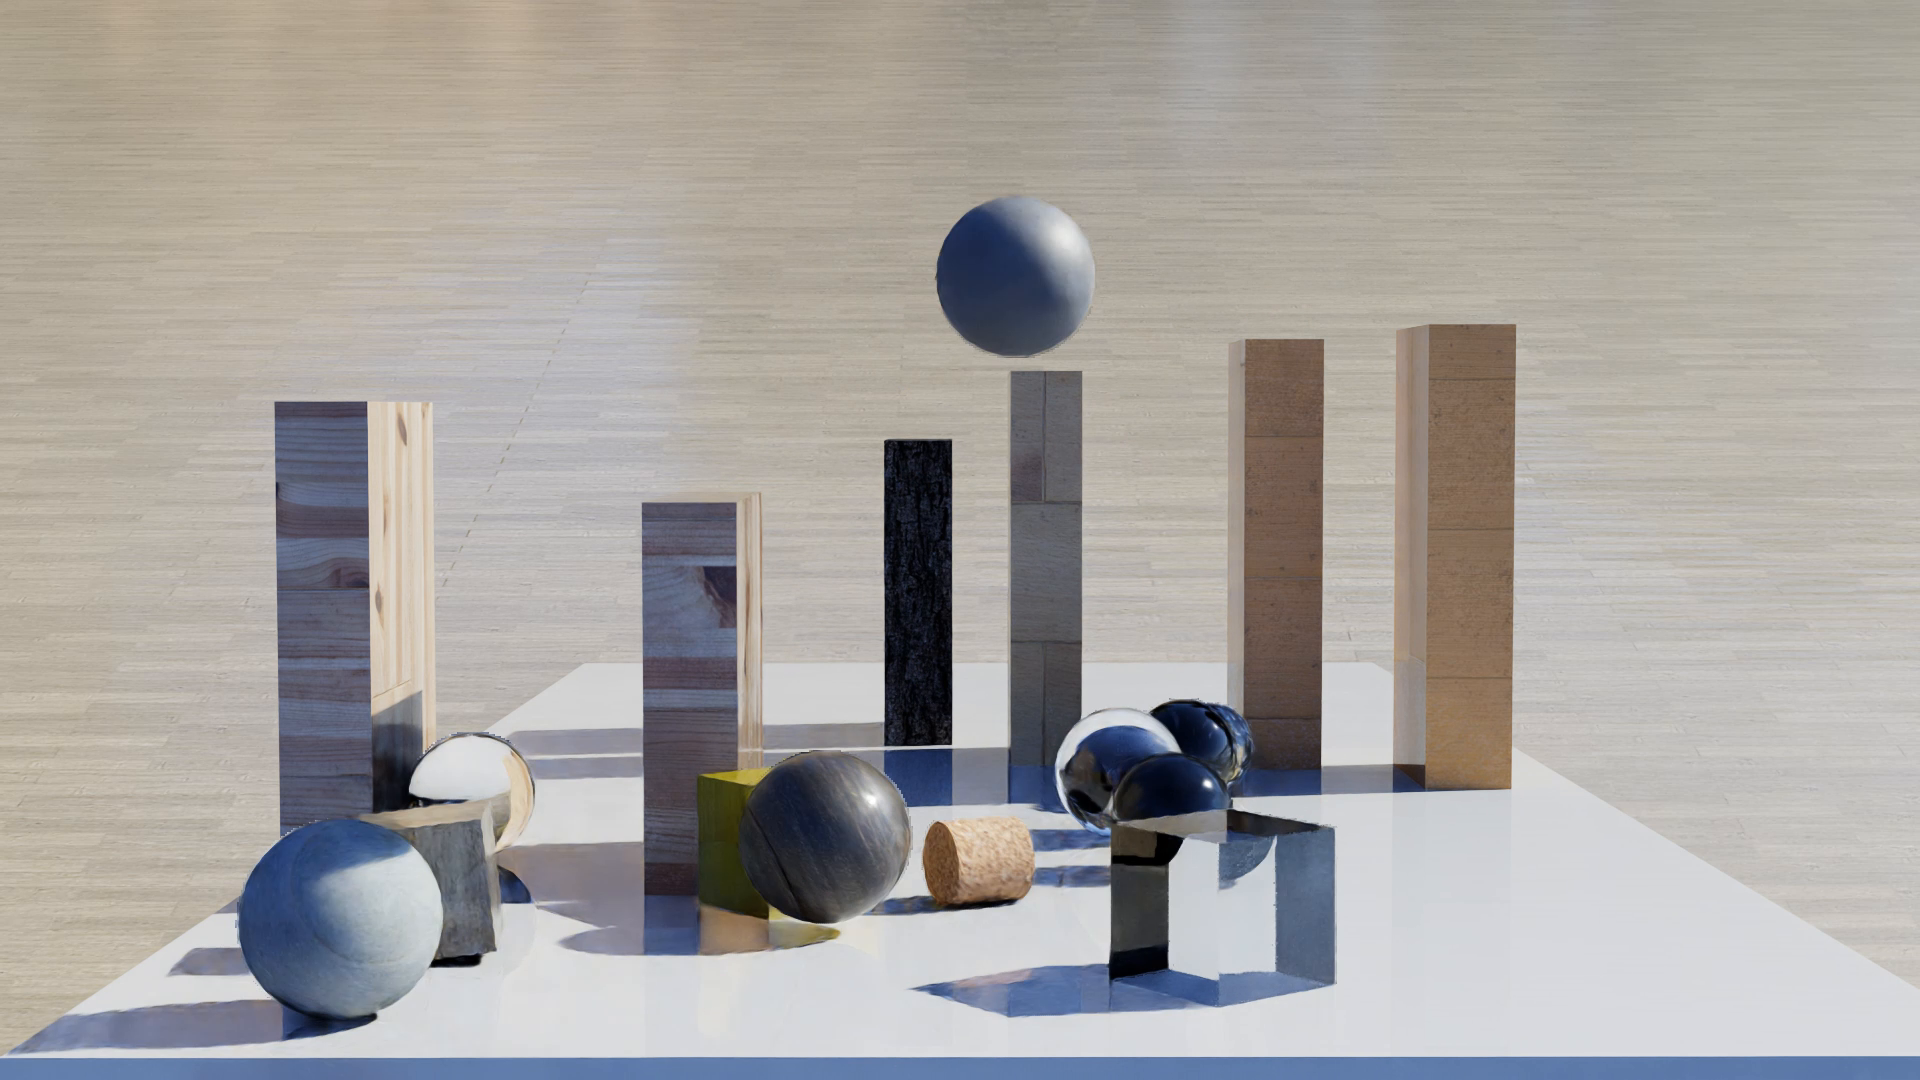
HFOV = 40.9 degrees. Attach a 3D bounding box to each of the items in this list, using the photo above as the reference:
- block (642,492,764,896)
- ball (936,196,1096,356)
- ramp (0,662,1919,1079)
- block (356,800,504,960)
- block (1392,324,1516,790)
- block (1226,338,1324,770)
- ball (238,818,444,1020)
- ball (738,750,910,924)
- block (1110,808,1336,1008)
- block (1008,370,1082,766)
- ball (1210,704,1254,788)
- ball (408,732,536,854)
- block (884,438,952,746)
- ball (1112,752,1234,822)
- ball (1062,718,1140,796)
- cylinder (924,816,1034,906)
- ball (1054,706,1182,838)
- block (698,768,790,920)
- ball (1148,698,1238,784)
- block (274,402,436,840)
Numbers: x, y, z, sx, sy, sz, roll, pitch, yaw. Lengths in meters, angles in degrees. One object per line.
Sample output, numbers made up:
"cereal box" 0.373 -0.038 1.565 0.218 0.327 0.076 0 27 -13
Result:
"block" -0.354 0.198 3.590 0.124 0.517 0.440 0 3 0
"ball" 0.060 -0.285 2.783 0.173 0.173 0.173 0 22 0
"ramp" 0.051 0.461 4.533 2.000 0.100 4.000 0 3 0
"block" -0.625 0.401 3.016 0.154 0.154 0.154 -6 4 -6
"block" 0.855 0.022 4.470 0.145 0.781 0.319 0 3 0
"block" 0.572 0.020 4.691 0.139 0.764 0.276 0 3 0
"ball" -0.648 0.397 2.695 0.209 0.209 0.209 0 22 0
"ball" -0.165 0.362 3.133 0.209 0.209 0.209 0 22 0
"block" 0.291 0.405 2.860 0.176 0.176 0.176 -2 4 -38
"block" 0.155 0.045 4.739 0.128 0.709 0.259 0 3 0
"ball" 0.419 0.347 4.311 0.147 0.147 0.147 0 22 0
"ball" -0.693 0.363 3.651 0.178 0.178 0.178 0 22 0
"block" -0.080 0.092 5.080 0.129 0.581 0.370 0 3 0
"ball" 0.293 0.376 3.540 0.168 0.168 0.168 0 22 0
"ball" 0.233 0.359 4.249 0.130 0.130 0.130 0 22 0
"cylinder" 0.024 0.416 3.331 0.108 0.108 0.108 -1 21 -26
"ball" 0.239 0.347 3.839 0.195 0.195 0.195 0 22 0
"block" -0.225 0.388 3.327 0.165 0.165 0.165 -2 4 -38
"ball" 0.363 0.343 4.162 0.172 0.172 0.172 0 22 0
"block" -0.844 0.131 3.620 0.123 0.649 0.422 0 3 0
